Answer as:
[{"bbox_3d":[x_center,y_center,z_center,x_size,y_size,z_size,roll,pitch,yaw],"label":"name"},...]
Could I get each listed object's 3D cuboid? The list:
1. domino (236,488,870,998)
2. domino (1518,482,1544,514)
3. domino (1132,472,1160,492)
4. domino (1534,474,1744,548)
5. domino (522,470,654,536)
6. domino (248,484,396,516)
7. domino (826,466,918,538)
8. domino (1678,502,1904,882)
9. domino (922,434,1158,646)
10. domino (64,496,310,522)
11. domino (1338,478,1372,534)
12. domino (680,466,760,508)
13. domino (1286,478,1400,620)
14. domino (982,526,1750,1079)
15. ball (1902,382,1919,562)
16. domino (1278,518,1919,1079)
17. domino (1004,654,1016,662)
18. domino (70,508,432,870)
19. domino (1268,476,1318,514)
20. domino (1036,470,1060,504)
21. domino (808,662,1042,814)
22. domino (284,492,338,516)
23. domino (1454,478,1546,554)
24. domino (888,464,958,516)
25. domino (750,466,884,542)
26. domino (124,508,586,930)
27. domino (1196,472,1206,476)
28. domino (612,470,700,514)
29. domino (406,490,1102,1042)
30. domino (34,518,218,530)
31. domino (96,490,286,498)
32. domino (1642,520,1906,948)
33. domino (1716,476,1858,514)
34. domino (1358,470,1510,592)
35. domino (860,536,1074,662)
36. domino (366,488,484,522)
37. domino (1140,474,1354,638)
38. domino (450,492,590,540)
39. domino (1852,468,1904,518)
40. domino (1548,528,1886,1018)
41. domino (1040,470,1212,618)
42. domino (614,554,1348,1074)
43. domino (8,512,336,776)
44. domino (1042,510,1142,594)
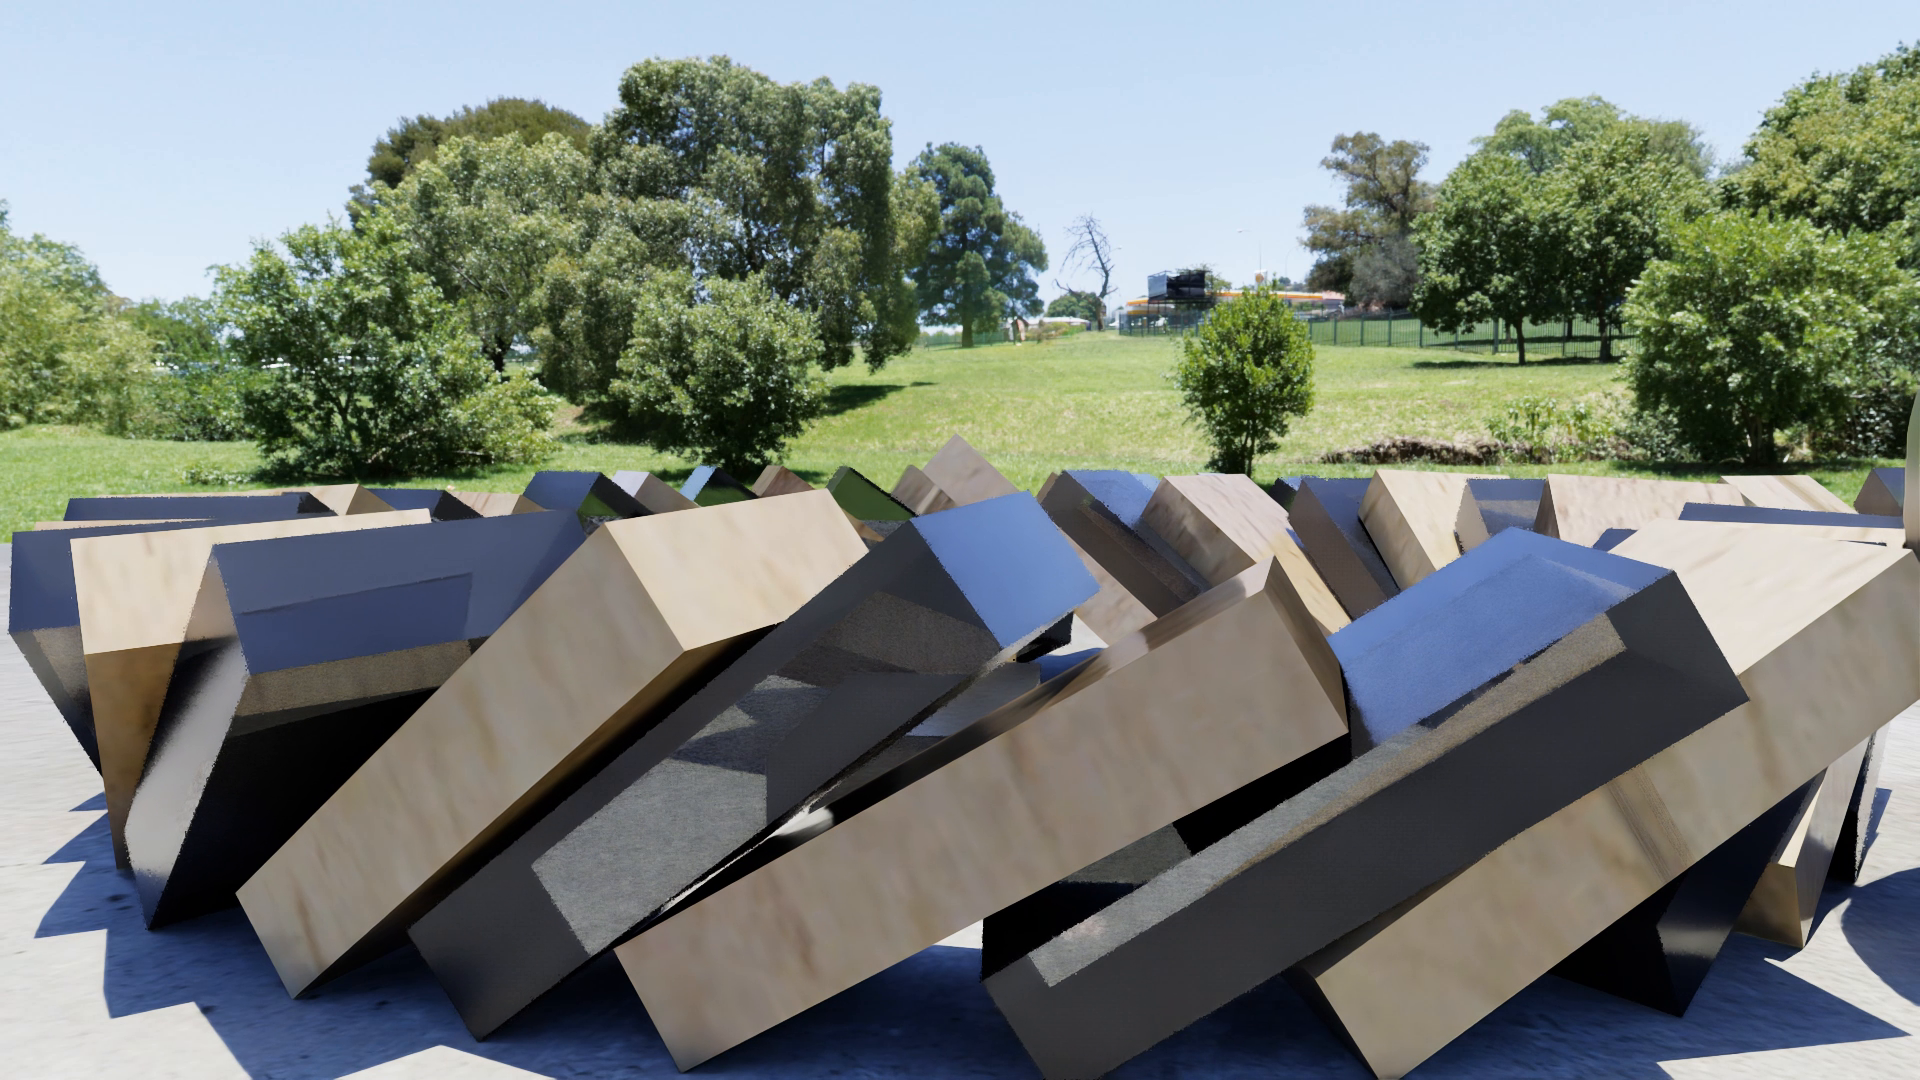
[{"bbox_3d":[-0.031,0.016,0.099,0.050,0.009,0.025,-39,-11,26],"label":"domino"},{"bbox_3d":[0.147,0.005,0.282,0.025,0.009,0.050,-3,36,-37],"label":"domino"},{"bbox_3d":[0.064,0.000,0.332,0.050,0.009,0.025,35,15,15],"label":"domino"},{"bbox_3d":[0.093,0.011,0.169,0.025,0.009,0.050,4,41,13],"label":"domino"},{"bbox_3d":[-0.070,0.003,0.282,0.025,0.009,0.050,4,-30,42],"label":"domino"},{"bbox_3d":[-0.099,0.007,0.227,0.025,0.010,0.050,-2,-29,23],"label":"domino"},{"bbox_3d":[-0.011,0.000,0.323,0.050,0.009,0.025,36,-3,-11],"label":"domino"},{"bbox_3d":[0.090,0.014,0.145,0.025,0.010,0.050,7,39,40],"label":"domino"},{"bbox_3d":[0.016,0.002,0.243,0.050,0.009,0.025,43,2,14],"label":"domino"},{"bbox_3d":[-0.094,0.012,0.170,0.025,0.009,0.050,-1,-30,-10],"label":"domino"},{"bbox_3d":[0.118,0.003,0.307,0.025,0.009,0.050,-5,37,-47],"label":"domino"},{"bbox_3d":[-0.043,0.001,0.310,0.050,0.009,0.025,37,-10,-20],"label":"domino"},{"bbox_3d":[0.079,0.008,0.221,0.025,0.010,0.050,-1,39,-15],"label":"domino"},{"bbox_3d":[0.025,0.018,0.093,0.050,0.009,0.025,-32,5,5],"label":"domino"},{"bbox_3d":[0.113,-0.004,0.087,0.080,0.080,0.080,0,4,0],"label":"ball"},{"bbox_3d":[0.044,0.017,0.098,0.050,0.009,0.025,-34,10,-4],"label":"domino"},{"bbox_3d":[-0.015,0.014,0.199,0.025,0.009,0.050,-6,-18,33],"label":"domino"},{"bbox_3d":[-0.065,0.015,0.118,0.025,0.010,0.050,-7,-26,-34],"label":"domino"},{"bbox_3d":[0.101,0.002,0.318,0.050,0.009,0.025,39,25,28],"label":"domino"},{"bbox_3d":[0.043,0.000,0.332,0.050,0.010,0.025,34,8,4],"label":"domino"},{"bbox_3d":[-0.003,0.025,0.171,0.025,0.010,0.050,0,4,5],"label":"domino"},{"bbox_3d":[-0.102,0.009,0.209,0.025,0.010,0.050,0,-29,16],"label":"domino"},{"bbox_3d":[0.091,0.010,0.185,0.025,0.010,0.050,0,40,4],"label":"domino"},{"bbox_3d":[0.005,-0.001,0.328,0.050,0.009,0.025,35,-1,-6],"label":"domino"},{"bbox_3d":[-0.028,0.000,0.317,0.050,0.010,0.025,36,-7,-15],"label":"domino"},{"bbox_3d":[-0.050,0.016,0.106,0.025,0.010,0.050,-9,-25,-43],"label":"domino"},{"bbox_3d":[0.082,0.000,0.327,0.050,0.010,0.025,37,18,22],"label":"domino"},{"bbox_3d":[-0.058,0.002,0.299,0.050,0.010,0.025,37,-15,-27],"label":"domino"},{"bbox_3d":[-0.015,0.016,0.095,0.050,0.009,0.025,-39,-7,19],"label":"domino"},{"bbox_3d":[-0.087,0.014,0.153,0.025,0.009,0.050,-1,-28,-17],"label":"domino"},{"bbox_3d":[-0.100,0.010,0.188,0.025,0.010,0.050,-1,-30,2],"label":"domino"},{"bbox_3d":[0.076,0.016,0.129,0.025,0.010,0.050,4,37,45],"label":"domino"},{"bbox_3d":[0.173,0.006,0.250,0.025,0.009,0.050,-2,39,-20],"label":"domino"},{"bbox_3d":[0.086,0.008,0.206,0.025,0.010,0.050,2,40,-10],"label":"domino"},{"bbox_3d":[-0.008,0.011,0.224,0.050,0.010,0.025,14,-21,-18],"label":"domino"},{"bbox_3d":[-0.091,0.007,0.247,0.025,0.009,0.050,2,-27,30],"label":"domino"},{"bbox_3d":[0.059,0.007,0.233,0.025,0.009,0.050,-4,41,-42],"label":"domino"},{"bbox_3d":[-0.081,0.006,0.267,0.025,0.010,0.050,3,-24,38],"label":"domino"},{"bbox_3d":[0.186,0.006,0.230,0.025,0.009,0.050,0,42,6],"label":"domino"},{"bbox_3d":[0.061,0.017,0.115,0.050,0.009,0.025,-39,25,-29],"label":"domino"},{"bbox_3d":[0.040,0.006,0.242,0.050,0.009,0.025,44,25,26],"label":"domino"},{"bbox_3d":[0.003,0.019,0.093,0.050,0.009,0.025,-31,-4,15],"label":"domino"},{"bbox_3d":[-0.077,0.014,0.134,0.025,0.009,0.050,-5,-27,-25],"label":"domino"},{"bbox_3d":[0.022,-0.001,0.331,0.050,0.010,0.025,35,1,-2],"label":"domino"}]
